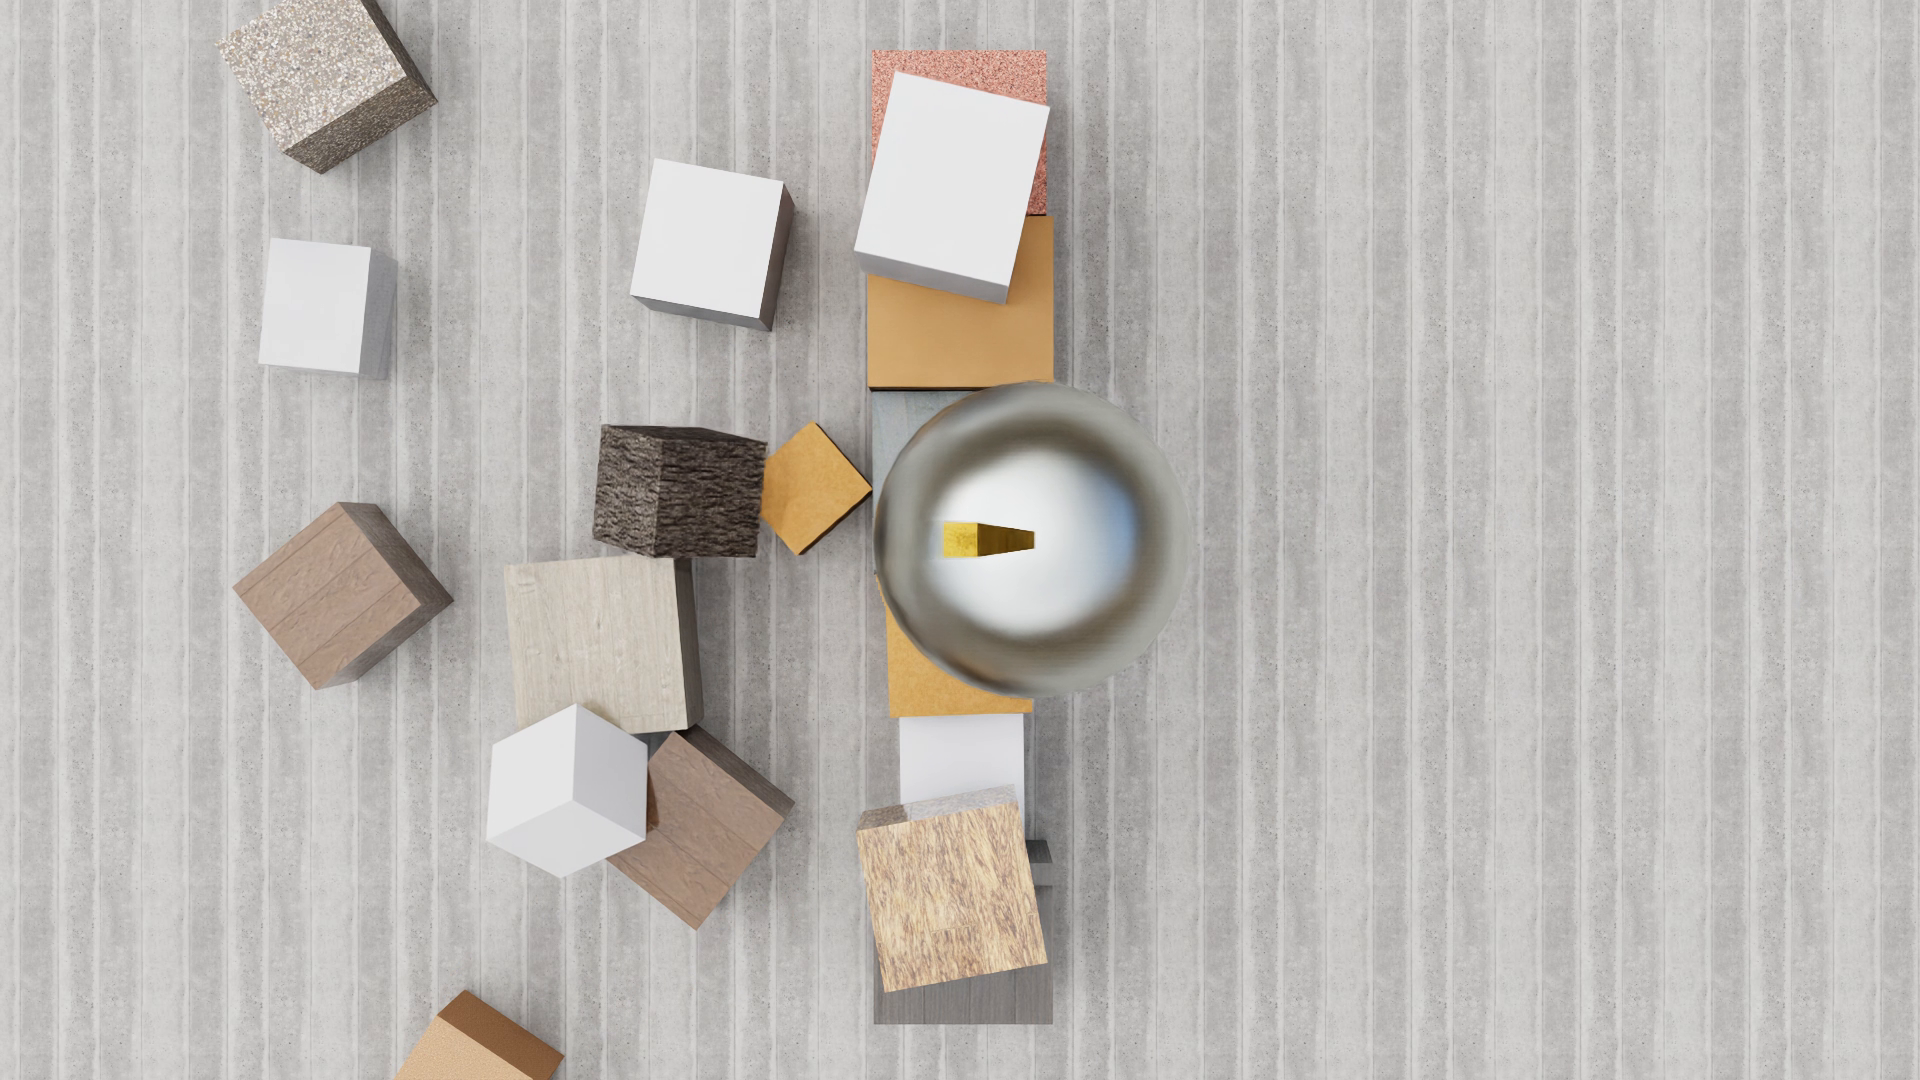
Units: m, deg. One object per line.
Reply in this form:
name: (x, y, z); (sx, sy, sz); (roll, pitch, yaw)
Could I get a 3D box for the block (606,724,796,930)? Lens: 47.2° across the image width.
block: (-1.529, 1.615, 12.607); (0.794, 0.786, 0.794); (38, 90, 0)

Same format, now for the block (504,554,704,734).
block: (-2.020, 0.595, 12.591); (0.940, 0.817, 0.988); (-5, 90, 0)

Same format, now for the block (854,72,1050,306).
block: (-0.040, -1.813, 11.487); (0.797, 0.917, 0.920); (13, 90, 0)

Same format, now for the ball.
ball: (0.356, 0.000, 11.084); (1.600, 1.600, 1.600); (0, 90, 0)

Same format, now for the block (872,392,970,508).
block: (0.018, -0.330, 12.600); (1.001, 0.800, 0.991); (0, 90, 0)

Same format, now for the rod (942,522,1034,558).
rod: (0.154, 0.000, 7.690); (0.080, 5.200, 0.080); (0, 90, 3)

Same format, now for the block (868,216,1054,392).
block: (0.004, -1.298, 12.482); (1.010, 1.035, 0.928); (0, 90, 0)

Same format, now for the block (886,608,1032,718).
block: (-0.008, 0.574, 12.577); (0.788, 0.847, 0.786); (-2, 90, 0)

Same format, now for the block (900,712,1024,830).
block: (0.013, 1.374, 12.677); (0.694, 0.646, 0.791); (-1, 90, 0)

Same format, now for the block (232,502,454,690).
block: (-3.514, 0.311, 12.597); (0.756, 0.805, 0.738); (-39, 90, 0)

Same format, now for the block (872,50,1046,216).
block: (-0.004, -2.216, 12.473); (0.949, 1.055, 0.889); (0, 90, 0)

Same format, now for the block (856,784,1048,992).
block: (-0.043, 1.825, 11.657); (0.844, 0.829, 0.837); (-10, 90, 0)

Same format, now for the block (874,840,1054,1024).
block: (0.018, 2.217, 12.536); (0.986, 0.928, 0.886); (0, 90, 0)

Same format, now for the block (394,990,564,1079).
block: (-2.814, 3.127, 12.646); (0.712, 0.709, 0.660); (34, 90, 0)

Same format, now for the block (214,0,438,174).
block: (-3.616, -2.676, 12.622); (0.815, 0.756, 0.714); (-32, 90, 0)

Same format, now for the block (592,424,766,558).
block: (-1.564, -0.273, 12.254); (0.678, 0.634, 0.644); (0, 100, -40)

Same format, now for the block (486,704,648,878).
block: (-2.146, 1.380, 12.048); (0.631, 0.568, 0.605); (-26, 48, 25)

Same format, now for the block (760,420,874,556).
block: (-0.880, -0.295, 12.715); (0.573, 0.571, 0.516); (-41, 90, 0)

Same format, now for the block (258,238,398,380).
block: (-3.636, -1.322, 12.694); (0.566, 0.613, 0.710); (6, 90, 0)

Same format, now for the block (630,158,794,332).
block: (-1.403, -1.672, 12.588); (0.725, 0.825, 0.768); (10, 90, 0)
